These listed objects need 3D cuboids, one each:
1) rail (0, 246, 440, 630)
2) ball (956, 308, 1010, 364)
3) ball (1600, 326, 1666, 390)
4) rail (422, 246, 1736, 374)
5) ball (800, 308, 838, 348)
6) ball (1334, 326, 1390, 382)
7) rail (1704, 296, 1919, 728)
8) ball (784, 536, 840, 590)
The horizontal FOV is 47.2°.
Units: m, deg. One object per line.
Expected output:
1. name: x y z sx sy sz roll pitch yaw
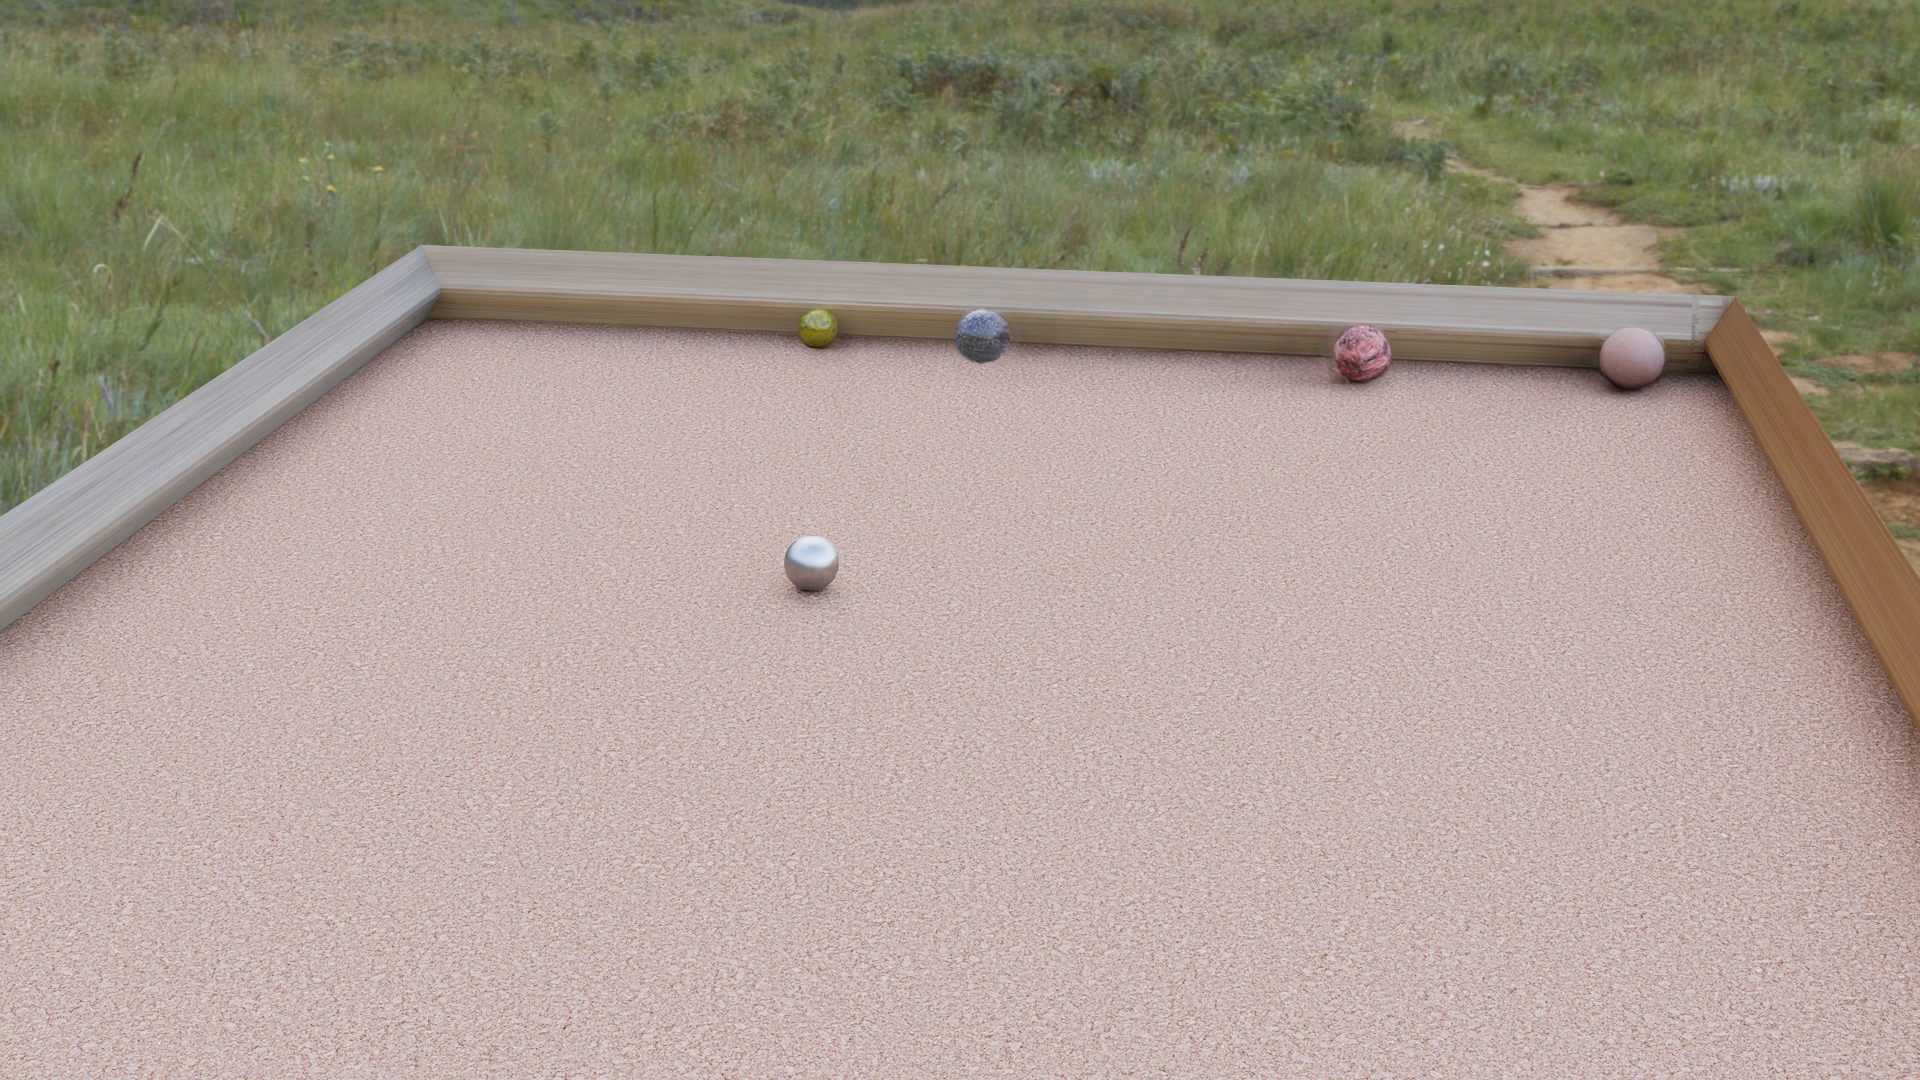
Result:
1. rail: -1.082 0.252 1.783 0.045 0.115 3.567 3 22 8
2. ball: 0.033 -0.298 3.210 0.080 0.080 0.080 0 22 0
3. ball: 0.945 -0.255 3.092 0.089 0.089 0.089 0 22 0
4. rail: 0.132 -0.339 3.263 1.963 0.115 0.045 3 22 8
5. ball: -0.211 -0.317 3.285 0.059 0.059 0.059 0 22 0
6. ball: 0.571 -0.265 3.127 0.081 0.081 0.081 0 22 0
7. rail: 0.812 0.360 1.513 0.045 0.115 3.567 3 22 8
8. ball: -0.164 0.025 2.426 0.061 0.061 0.061 0 22 0
